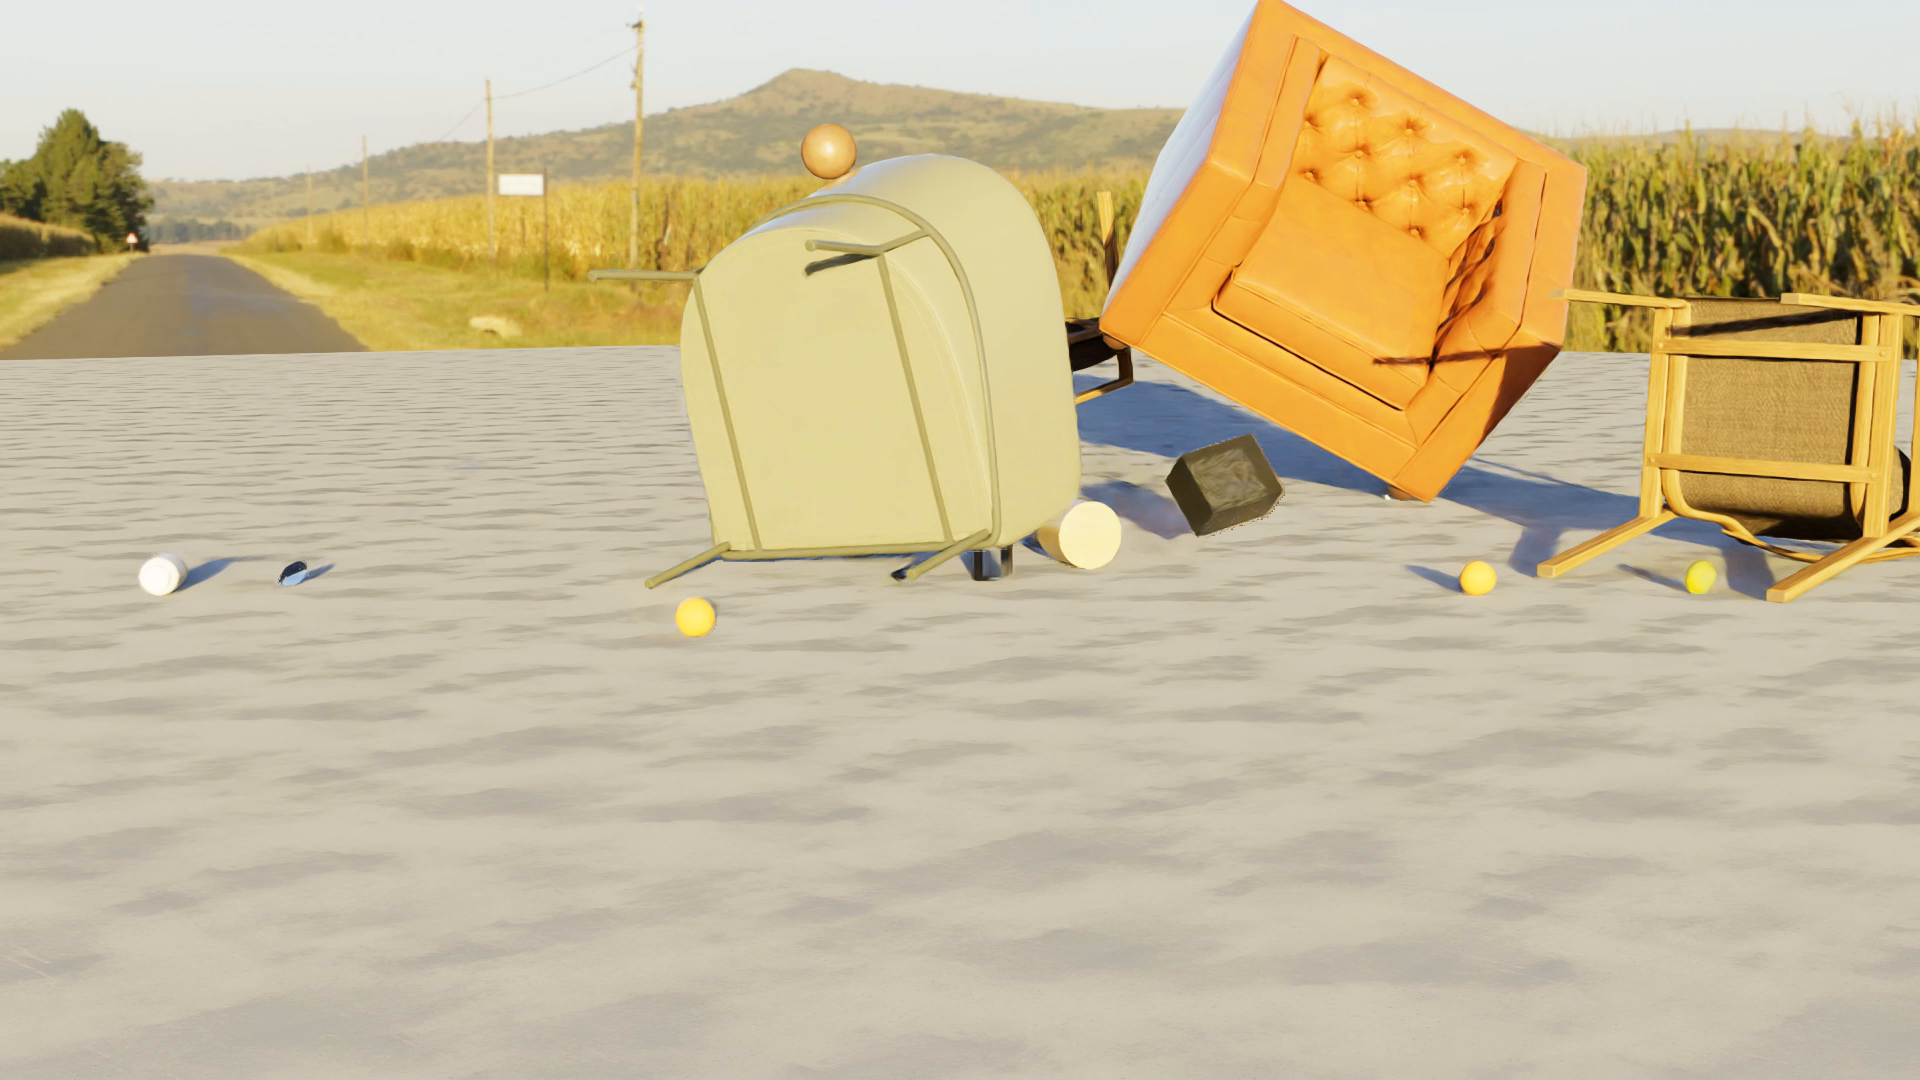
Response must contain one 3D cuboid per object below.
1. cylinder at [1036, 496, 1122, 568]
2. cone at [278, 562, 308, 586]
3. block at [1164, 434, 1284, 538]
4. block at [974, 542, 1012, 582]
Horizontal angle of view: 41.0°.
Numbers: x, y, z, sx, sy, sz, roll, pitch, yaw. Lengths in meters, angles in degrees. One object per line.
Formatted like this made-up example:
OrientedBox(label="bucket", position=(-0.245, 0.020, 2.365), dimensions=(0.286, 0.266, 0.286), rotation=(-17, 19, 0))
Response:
OrientedBox(label="cylinder", position=(0.271, -0.019, 5.855), dimensions=(0.147, 0.153, 0.170), rotation=(3, 5, -16))
OrientedBox(label="cone", position=(-1.447, 0.081, 5.500), dimensions=(0.091, 0.040, 0.073), rotation=(-18, 21, 51))
OrientedBox(label="block", position=(0.615, -0.127, 5.975), dimensions=(0.197, 0.161, 0.114), rotation=(-17, -23, -26))
OrientedBox(label="block", position=(0.073, 0.047, 5.608), dimensions=(0.058, 0.071, 0.124), rotation=(1, 6, 14))
